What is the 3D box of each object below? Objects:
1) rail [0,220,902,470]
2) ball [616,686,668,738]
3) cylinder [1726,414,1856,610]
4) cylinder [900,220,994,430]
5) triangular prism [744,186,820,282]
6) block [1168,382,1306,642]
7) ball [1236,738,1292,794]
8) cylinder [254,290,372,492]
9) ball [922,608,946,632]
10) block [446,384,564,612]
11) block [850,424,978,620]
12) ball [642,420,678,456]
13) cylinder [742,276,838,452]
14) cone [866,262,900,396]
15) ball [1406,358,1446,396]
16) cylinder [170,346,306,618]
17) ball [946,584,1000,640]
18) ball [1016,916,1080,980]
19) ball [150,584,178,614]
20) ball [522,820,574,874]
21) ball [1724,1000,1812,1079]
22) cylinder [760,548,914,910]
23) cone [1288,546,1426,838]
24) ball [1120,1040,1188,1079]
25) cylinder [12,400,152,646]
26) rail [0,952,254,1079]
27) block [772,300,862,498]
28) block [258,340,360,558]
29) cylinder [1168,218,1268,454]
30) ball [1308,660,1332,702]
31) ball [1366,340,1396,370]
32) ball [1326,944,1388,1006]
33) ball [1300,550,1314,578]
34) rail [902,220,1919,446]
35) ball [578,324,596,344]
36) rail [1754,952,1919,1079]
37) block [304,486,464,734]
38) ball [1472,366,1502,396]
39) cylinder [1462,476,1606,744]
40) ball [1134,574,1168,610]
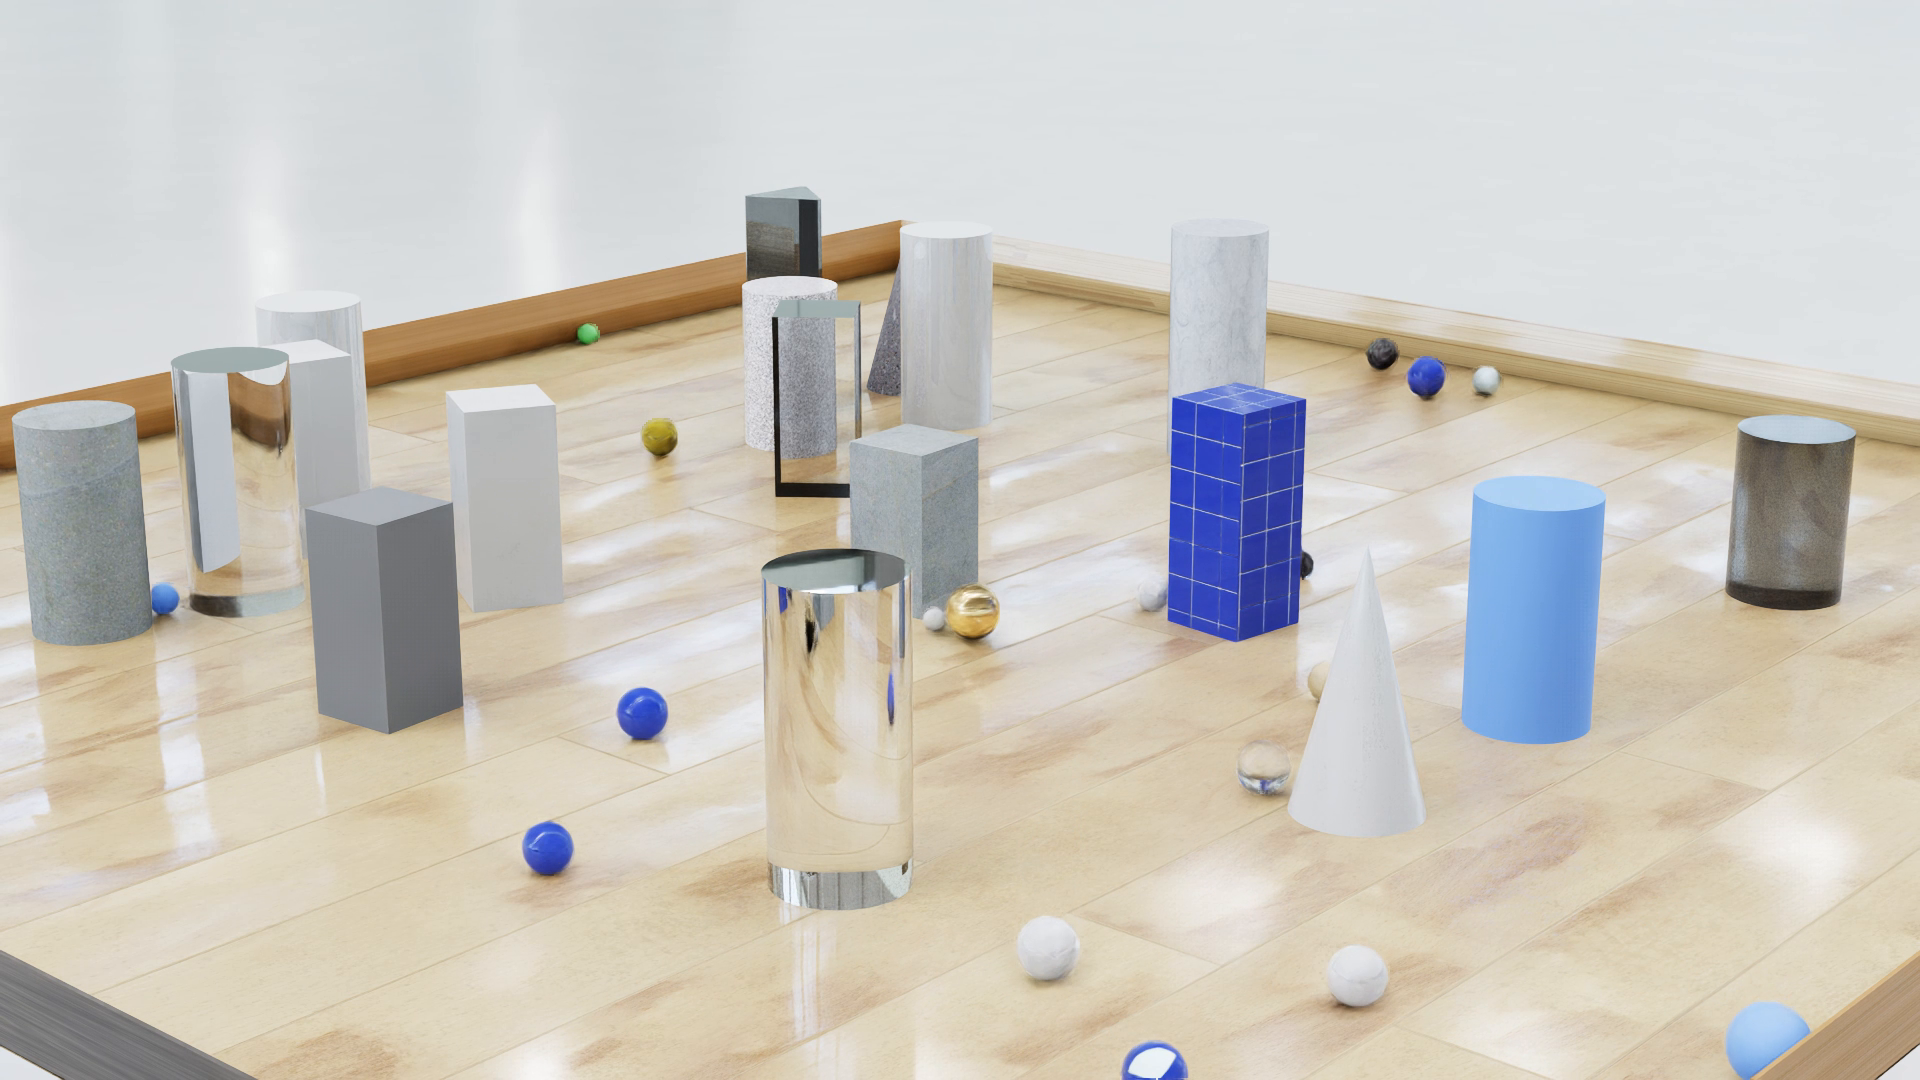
[{"bbox_3d":[-1.493,-0.342,6.361,0.045,0.128,4.128,14,22,39],"label":"rail"},{"bbox_3d":[-0.482,0.262,4.446,0.079,0.079,0.079,0,17,0],"label":"ball"},{"bbox_3d":[1.443,-0.049,5.099,0.197,0.297,0.197,0,17,0],"label":"cylinder"},{"bbox_3d":[-0.029,-0.458,6.255,0.197,0.414,0.197,0,17,0],"label":"cylinder"},{"bbox_3d":[-0.362,-0.535,6.430,0.170,0.460,0.148,5,17,15],"label":"triangular prism"},{"bbox_3d":[0.465,-0.048,4.934,0.157,0.391,0.157,-15,22,-40],"label":"block"},{"bbox_3d":[0.437,0.327,4.228,0.080,0.080,0.080,0,17,0],"label":"ball"},{"bbox_3d":[-1.233,-0.258,5.604,0.197,0.405,0.197,0,17,0],"label":"cylinder"},{"bbox_3d":[-0.043,0.135,4.933,0.040,0.040,0.040,0,17,0],"label":"ball"},{"bbox_3d":[-0.789,-0.074,5.081,0.157,0.355,0.157,-6,18,-20],"label":"block"},{"bbox_3d":[-0.079,-0.034,5.063,0.157,0.289,0.157,13,21,36],"label":"block"},{"bbox_3d":[-0.616,-0.210,6.018,0.075,0.075,0.075,0,17,0],"label":"ball"},{"bbox_3d":[-0.351,-0.367,6.098,0.197,0.329,0.197,0,17,0],"label":"cylinder"},{"bbox_3d":[-0.112,-0.525,6.547,0.197,0.373,0.197,0,17,0],"label":"cone"},{"bbox_3d":[1.033,-0.360,6.499,0.086,0.086,0.086,0,17,0],"label":"ball"},{"bbox_3d":[-1.240,-0.101,5.043,0.197,0.429,0.197,0,17,0],"label":"cylinder"},{"bbox_3d":[0.022,0.120,4.894,0.092,0.092,0.092,0,17,0],"label":"ball"},{"bbox_3d":[0.109,0.506,3.635,0.080,0.080,0.080,0,17,0],"label":"ball"},{"bbox_3d":[-1.366,0.101,5.026,0.052,0.052,0.052,0,17,0],"label":"ball"},{"bbox_3d":[-0.556,0.414,3.954,0.071,0.071,0.071,0,17,0],"label":"ball"},{"bbox_3d":[0.927,0.578,3.362,0.098,0.098,0.098,0,17,0],"label":"ball"},{"bbox_3d":[-0.160,0.248,3.872,0.197,0.436,0.197,0,17,0],"label":"cylinder"},{"bbox_3d":[0.565,0.195,4.116,0.197,0.398,0.197,0,17,0],"label":"cone"},{"bbox_3d":[0.220,0.604,3.314,0.077,0.077,0.077,0,17,0],"label":"ball"},{"bbox_3d":[-1.468,-0.030,4.909,0.197,0.370,0.197,0,17,0],"label":"cylinder"},{"bbox_3d":[-1.338,0.477,3.645,4.001,0.128,0.045,14,22,39],"label":"rail"},{"bbox_3d":[-0.278,-0.278,5.750,0.157,0.359,0.157,1,17,3],"label":"block"},{"bbox_3d":[-1.208,-0.165,5.365,0.157,0.365,0.157,-11,20,-33],"label":"block"},{"bbox_3d":[0.526,-0.407,5.987,0.197,0.469,0.197,0,17,0],"label":"cylinder"},{"bbox_3d":[0.580,0.223,4.592,0.070,0.070,0.070,0,17,0],"label":"ball"},{"bbox_3d":[0.970,-0.427,6.748,0.069,0.069,0.069,0,17,0],"label":"ball"},{"bbox_3d":[0.483,0.529,3.566,0.075,0.075,0.075,0,17,0],"label":"ball"},{"bbox_3d":[0.605,0.043,5.222,0.050,0.050,0.050,0,17,0],"label":"ball"},{"bbox_3d":[1.338,-0.413,6.595,4.001,0.128,0.045,14,22,39],"label":"rail"},{"bbox_3d":[-0.891,-0.491,7.000,0.047,0.047,0.047,0,17,0],"label":"ball"},{"bbox_3d":[1.493,0.406,3.879,0.045,0.128,4.128,14,22,39],"label":"rail"},{"bbox_3d":[-0.887,0.106,4.525,0.157,0.332,0.157,12,21,35],"label":"block"},{"bbox_3d":[1.171,-0.353,6.513,0.063,0.063,0.063,0,17,0],"label":"ball"},{"bbox_3d":[0.873,0.105,4.469,0.197,0.367,0.197,0,17,0],"label":"cylinder"},{"bbox_3d":[0.332,0.090,5.044,0.063,0.063,0.063,0,17,0],"label":"ball"}]
